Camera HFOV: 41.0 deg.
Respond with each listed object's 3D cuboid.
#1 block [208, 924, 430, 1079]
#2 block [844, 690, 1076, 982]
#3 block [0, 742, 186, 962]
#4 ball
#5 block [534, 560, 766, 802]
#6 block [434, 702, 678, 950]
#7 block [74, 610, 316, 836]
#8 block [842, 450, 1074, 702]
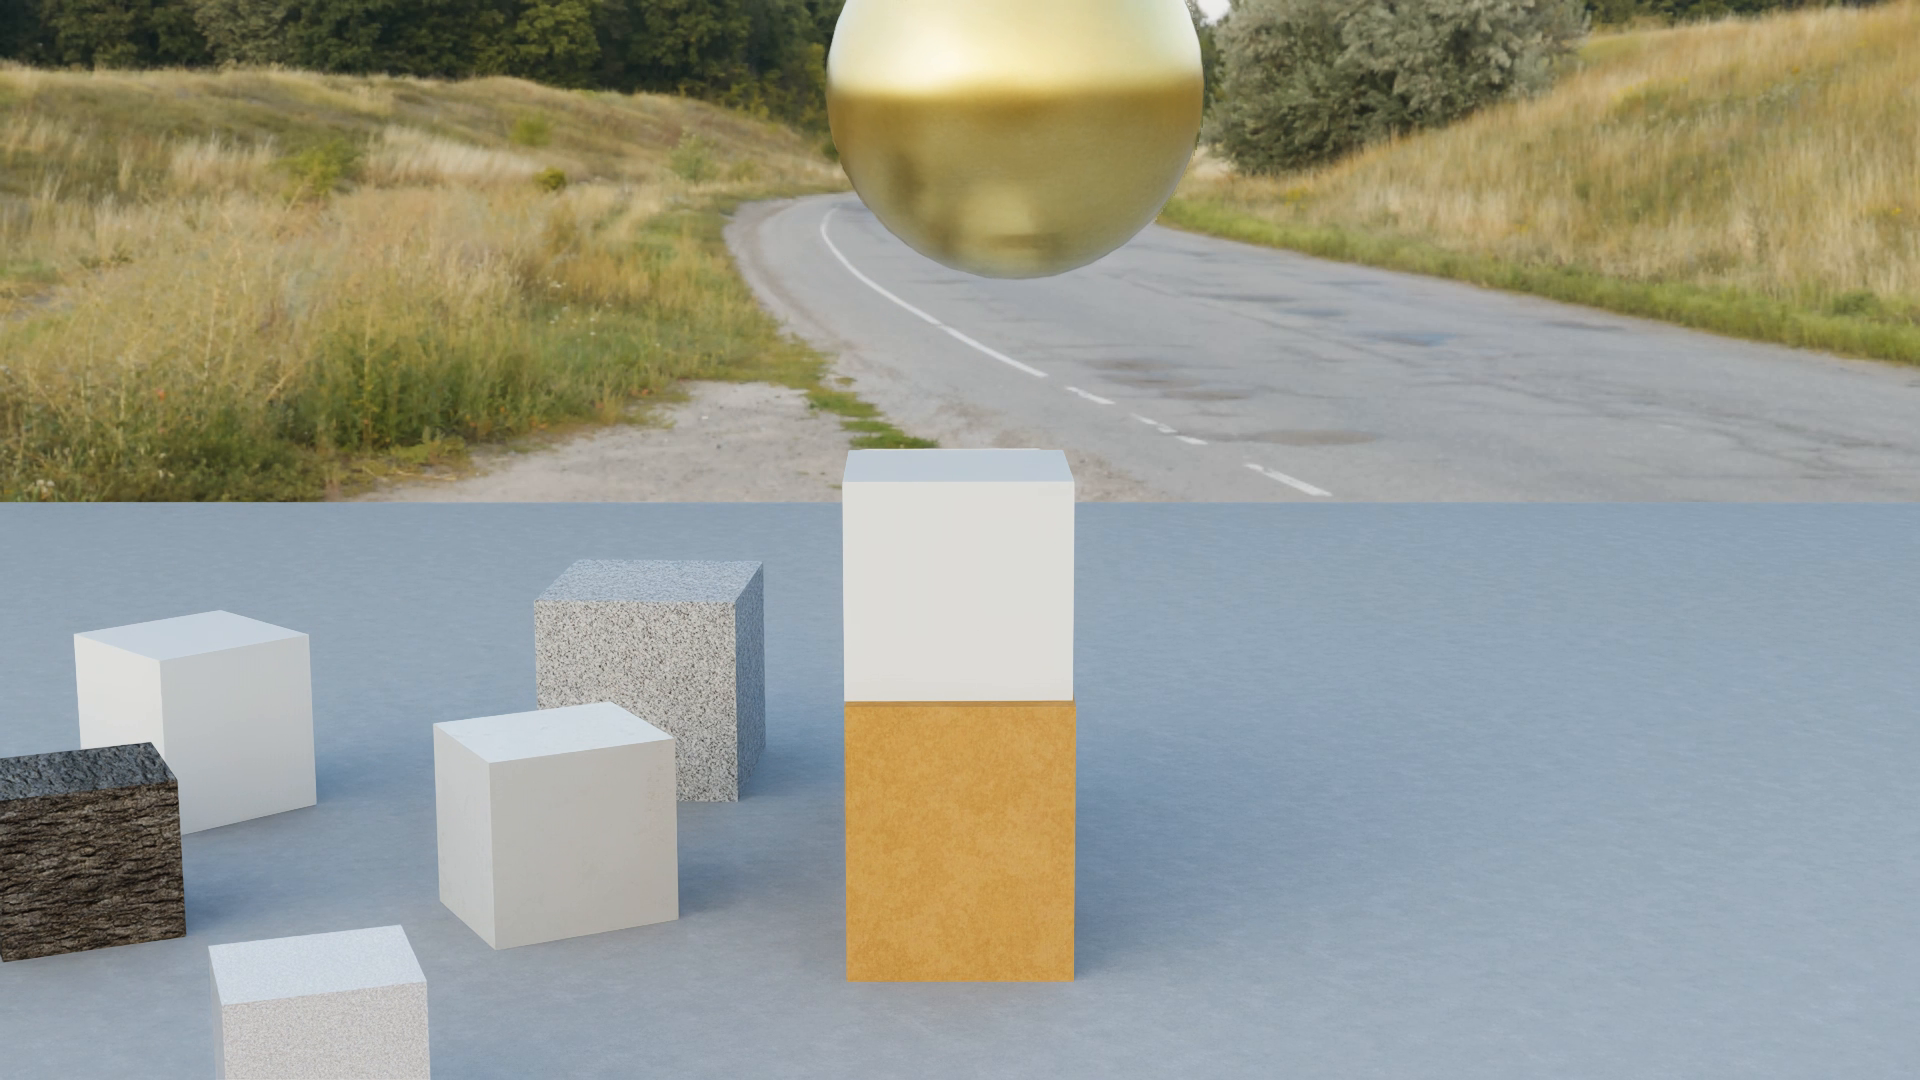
[{"bbox_3d":[-2.096,1.698,8.399,0.630,0.654,0.585,-4,11,-20],"label":"block"},{"bbox_3d":[0.000,1.092,10.468,0.889,1.106,1.048,0,10,0],"label":"block"},{"bbox_3d":[-3.657,1.280,10.661,0.713,0.667,0.679,-5,11,-26],"label":"block"},{"bbox_3d":[0.231,-1.901,10.835,1.600,1.600,1.600,0,10,0],"label":"ball"},{"bbox_3d":[-1.544,0.690,12.988,0.977,0.995,1.060,1,10,3],"label":"block"},{"bbox_3d":[-1.710,1.187,10.841,0.803,0.785,0.726,-6,12,-29],"label":"block"},{"bbox_3d":[-3.700,0.869,12.422,0.822,0.845,0.783,10,14,43],"label":"block"},{"bbox_3d":[-0.011,0.126,10.284,0.886,0.860,0.840,0,10,-1],"label":"block"}]
